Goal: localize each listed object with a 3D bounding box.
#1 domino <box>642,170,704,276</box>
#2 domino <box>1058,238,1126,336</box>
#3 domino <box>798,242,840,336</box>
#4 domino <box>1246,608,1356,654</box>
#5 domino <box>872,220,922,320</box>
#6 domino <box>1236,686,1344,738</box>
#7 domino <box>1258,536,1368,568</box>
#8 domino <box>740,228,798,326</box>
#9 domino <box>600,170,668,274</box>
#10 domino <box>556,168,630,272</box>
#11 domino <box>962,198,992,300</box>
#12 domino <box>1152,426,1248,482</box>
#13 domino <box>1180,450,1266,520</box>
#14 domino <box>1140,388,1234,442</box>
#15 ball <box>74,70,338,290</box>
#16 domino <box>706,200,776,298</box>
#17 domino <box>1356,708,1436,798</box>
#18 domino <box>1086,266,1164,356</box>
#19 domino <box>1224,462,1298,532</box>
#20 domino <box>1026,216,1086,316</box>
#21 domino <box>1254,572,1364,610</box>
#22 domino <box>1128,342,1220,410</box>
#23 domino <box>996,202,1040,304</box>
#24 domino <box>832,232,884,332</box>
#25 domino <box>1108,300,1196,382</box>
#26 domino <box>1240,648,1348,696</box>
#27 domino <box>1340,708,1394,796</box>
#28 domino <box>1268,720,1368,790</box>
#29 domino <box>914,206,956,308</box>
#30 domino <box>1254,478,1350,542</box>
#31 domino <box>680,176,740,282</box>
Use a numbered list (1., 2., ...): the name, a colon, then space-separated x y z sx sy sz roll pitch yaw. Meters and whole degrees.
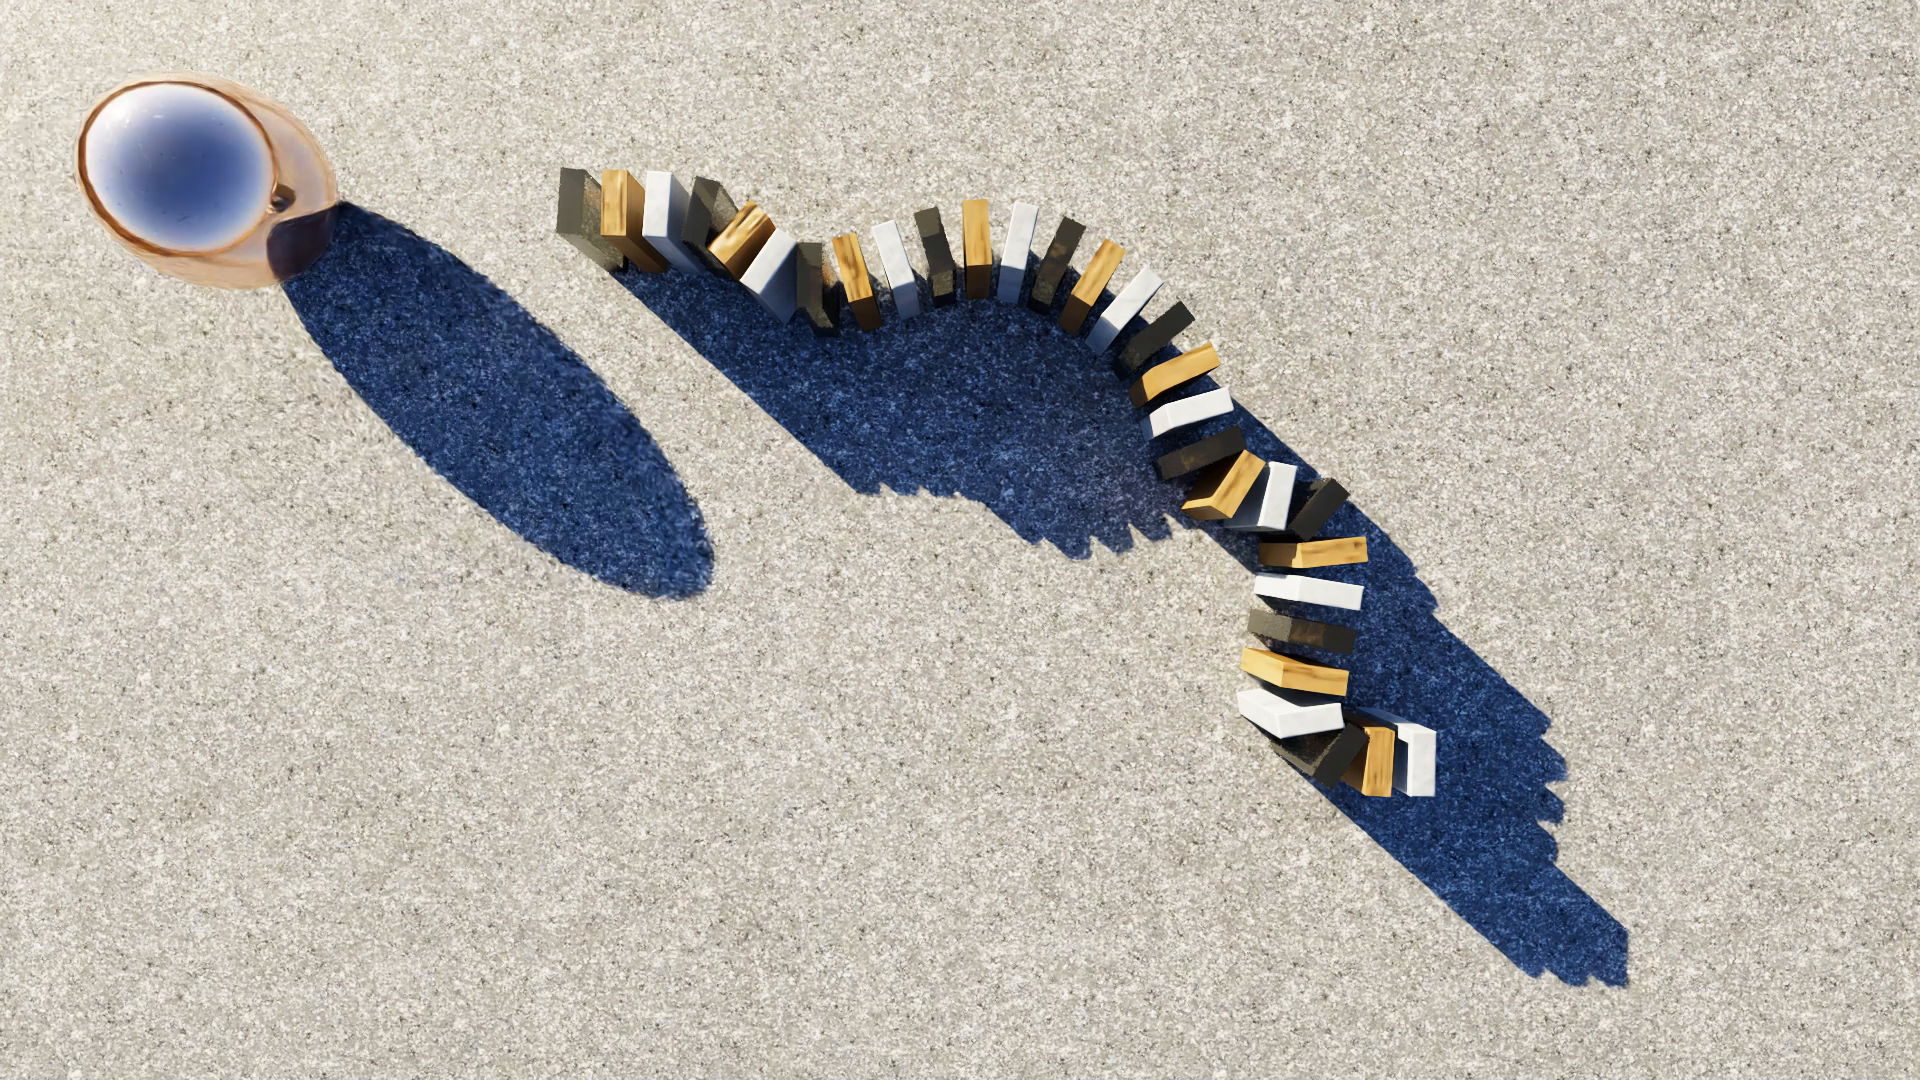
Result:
1. domino: -0.116 -0.128 0.375 0.010 0.050 0.025 4 90 0
2. domino: 0.053 -0.102 0.375 0.009 0.050 0.025 32 90 0
3. domino: -0.057 -0.101 0.375 0.010 0.050 0.025 0 90 0
4. domino: 0.138 0.037 0.375 0.025 0.050 0.009 11 90 0
5. domino: -0.025 -0.109 0.375 0.009 0.050 0.025 -19 90 0
6. domino: 0.134 0.069 0.375 0.025 0.050 0.010 -9 90 0
7. domino: 0.143 0.005 0.375 0.025 0.050 0.010 -6 90 0
8. domino: -0.073 -0.106 0.375 0.010 0.050 0.025 35 90 0
9. domino: -0.132 -0.129 0.375 0.010 0.050 0.025 1 90 0
10. domino: -0.149 -0.129 0.375 0.010 0.050 0.025 4 90 0
11. domino: 0.007 -0.118 0.375 0.010 0.050 0.025 -4 90 0
12. domino: 0.097 -0.035 0.375 0.025 0.050 0.009 -22 90 0
13. domino: 0.106 -0.022 0.375 0.010 0.050 0.025 32 90 0
14. domino: 0.092 -0.051 0.375 0.025 0.050 0.010 -16 90 0
15. ball: -0.293 -0.139 0.360 0.080 0.080 0.080 0 90 0
16. domino: -0.085 -0.118 0.375 0.010 0.050 0.025 43 90 0
17. domino: 0.177 0.086 0.375 0.009 0.050 0.025 1 90 0
18. domino: 0.066 -0.092 0.375 0.010 0.050 0.025 42 90 0
19. domino: 0.122 -0.017 0.375 0.010 0.050 0.025 11 90 0
20. domino: 0.039 -0.111 0.375 0.010 0.050 0.025 26 90 0
21. domino: 0.141 0.021 0.375 0.025 0.050 0.009 9 90 0
22. domino: 0.086 -0.066 0.375 0.025 0.050 0.009 -24 90 0
23. domino: 0.023 -0.116 0.375 0.009 0.050 0.025 13 90 0
24. domino: -0.041 -0.104 0.375 0.009 0.050 0.025 -16 90 0
25. domino: 0.077 -0.080 0.375 0.025 0.050 0.009 -38 90 0
26. domino: 0.136 0.053 0.375 0.025 0.050 0.010 8 90 0
27. domino: 0.161 0.085 0.375 0.010 0.050 0.025 4 90 0
28. domino: 0.145 0.083 0.375 0.010 0.050 0.025 35 90 0
29. domino: -0.010 -0.114 0.375 0.009 0.050 0.025 -16 90 0
30. domino: 0.137 -0.012 0.375 0.010 0.050 0.025 42 90 0
31. domino: -0.099 -0.126 0.375 0.009 0.050 0.025 14 90 0
